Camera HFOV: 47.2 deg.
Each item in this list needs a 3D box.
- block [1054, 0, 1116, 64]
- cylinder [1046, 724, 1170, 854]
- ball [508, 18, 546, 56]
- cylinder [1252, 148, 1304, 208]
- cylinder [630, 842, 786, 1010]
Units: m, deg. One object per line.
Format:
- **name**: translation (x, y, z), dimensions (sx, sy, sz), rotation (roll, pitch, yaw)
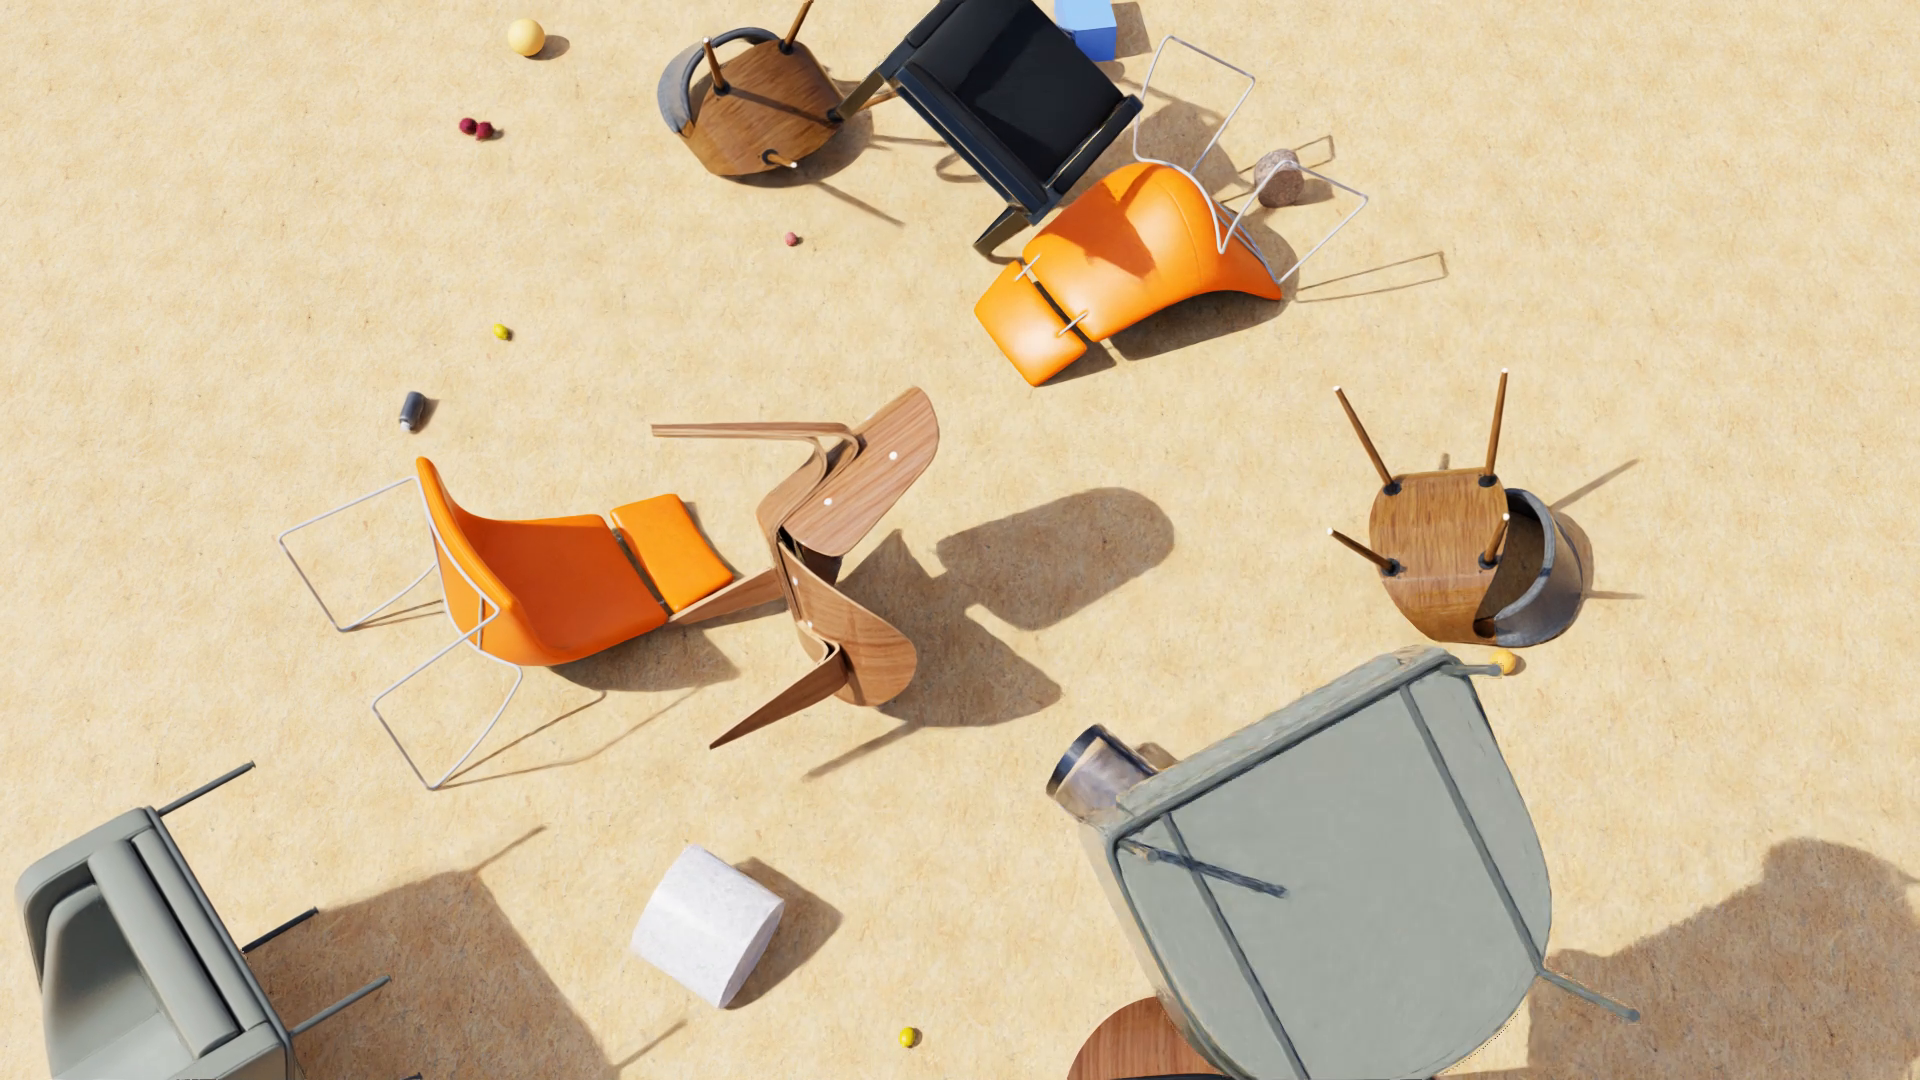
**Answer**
- **block**: translation (0.438, -1.823, 7.702), dimensions (0.166, 0.158, 0.265), rotation (-7, 56, -5)
- **cylinder**: translation (0.402, 0.674, 5.979), dimensions (0.247, 0.258, 0.206), rotation (38, 23, 23)
- **ball**: translation (-1.513, -1.755, 7.674), dimensions (0.129, 0.129, 0.129), rotation (0, 56, 0)
- **cylinder**: translation (1.052, -1.194, 7.265), dimensions (0.148, 0.186, 0.094), rotation (6, 54, -17)
- **cylinder**: translation (-0.664, 1.012, 5.778), dimensions (0.296, 0.146, 0.329), rotation (30, 87, 18)
